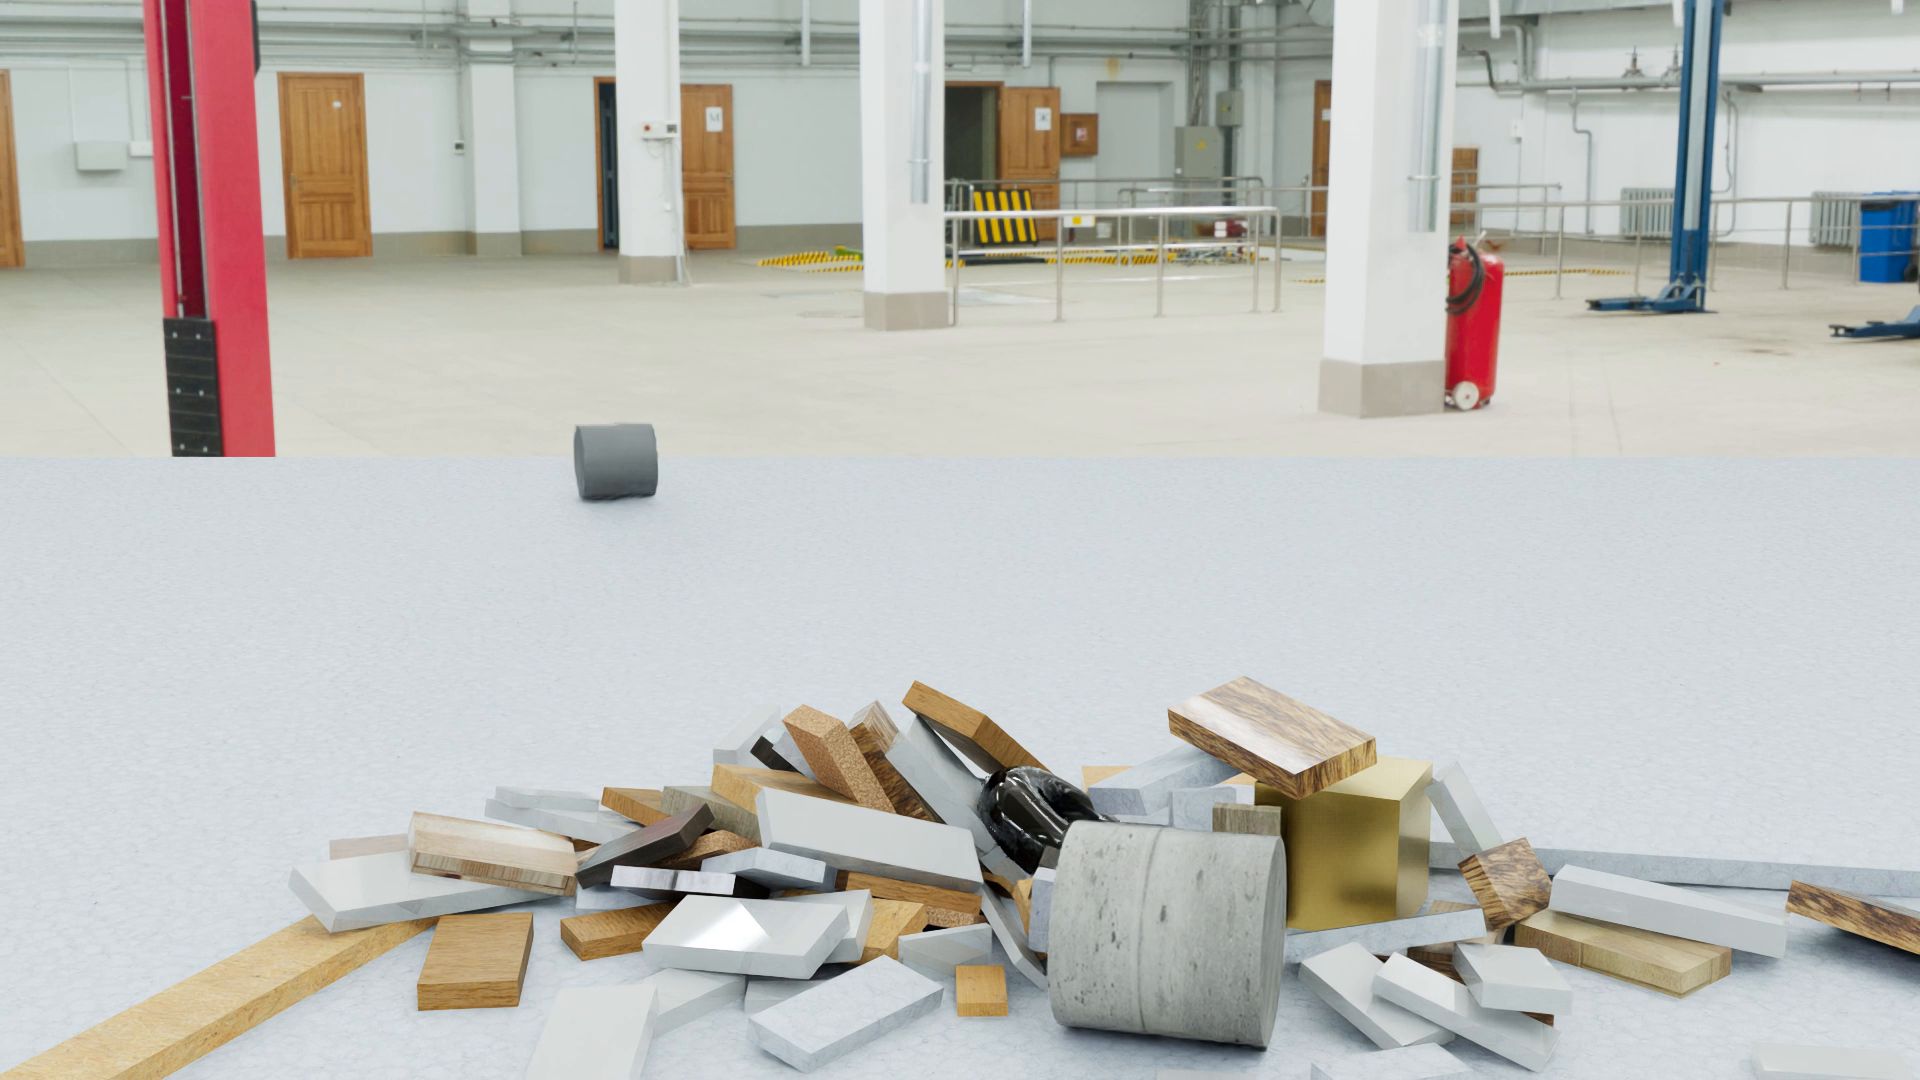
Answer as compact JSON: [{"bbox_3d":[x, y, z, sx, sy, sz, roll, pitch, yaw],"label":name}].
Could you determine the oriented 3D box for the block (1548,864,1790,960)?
[{"bbox_3d":[1.109,0.577,3.433,0.346,0.049,0.173,10,3,22],"label":"block"}]

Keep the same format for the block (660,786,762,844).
[{"bbox_3d":[-0.329,0.463,3.640,0.312,0.044,0.156,11,1,37],"label":"block"}]

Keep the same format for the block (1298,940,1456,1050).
[{"bbox_3d":[0.587,0.648,3.098,0.105,0.030,0.210,-13,31,-31],"label":"block"}]

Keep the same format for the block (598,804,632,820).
[{"bbox_3d":[-0.645,0.499,4.019,0.159,0.023,0.080,-2,1,29],"label":"block"}]

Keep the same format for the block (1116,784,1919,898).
[{"bbox_3d":[0.955,0.511,3.802,1.365,0.049,0.173,3,20,7],"label":"block"}]

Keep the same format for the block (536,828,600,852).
[{"bbox_3d":[-0.646,0.530,3.930,0.234,0.023,0.080,-3,11,-16],"label":"block"}]

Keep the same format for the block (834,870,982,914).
[{"bbox_3d":[-0.083,0.559,3.494,0.216,0.031,0.108,12,-9,-11],"label":"block"}]

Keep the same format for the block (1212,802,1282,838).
[{"bbox_3d":[0.450,0.522,3.463,0.105,0.210,0.030,2,11,13],"label":"block"}]

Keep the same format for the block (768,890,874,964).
[{"bbox_3d":[-0.278,0.596,3.341,0.276,0.039,0.138,-7,21,10],"label":"block"}]

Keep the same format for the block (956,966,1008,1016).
[{"bbox_3d":[0.031,0.661,3.229,0.072,0.020,0.144,0,11,-1],"label":"block"}]

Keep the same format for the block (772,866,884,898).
[{"bbox_3d":[-0.208,0.561,3.563,0.191,0.095,0.027,0,11,1],"label":"block"}]

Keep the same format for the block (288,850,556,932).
[{"bbox_3d":[-0.852,0.548,3.530,0.133,0.038,0.426,33,22,36],"label":"block"}]

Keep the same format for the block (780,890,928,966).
[{"bbox_3d":[-0.189,0.598,3.396,0.249,0.035,0.125,1,25,29],"label":"block"}]

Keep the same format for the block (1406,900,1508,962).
[{"bbox_3d":[0.775,0.620,3.418,0.117,0.033,0.235,4,11,21],"label":"block"}]

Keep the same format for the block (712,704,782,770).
[{"bbox_3d":[-0.396,0.425,4.128,0.044,0.156,0.317,2,11,10],"label":"block"}]

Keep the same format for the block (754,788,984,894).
[{"bbox_3d":[-0.141,0.475,3.469,0.378,0.031,0.108,16,38,-28],"label":"block"}]

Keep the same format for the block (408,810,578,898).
[{"bbox_3d":[-0.764,0.514,3.602,0.266,0.038,0.133,13,18,-21],"label":"block"}]

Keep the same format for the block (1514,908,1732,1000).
[{"bbox_3d":[1.013,0.625,3.370,0.143,0.040,0.285,-10,14,-42],"label":"block"}]

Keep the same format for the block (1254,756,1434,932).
[{"bbox_3d":[0.623,0.489,3.574,0.233,0.233,0.233,5,12,24],"label":"block"}]

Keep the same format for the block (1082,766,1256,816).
[{"bbox_3d":[0.399,0.474,4.166,0.330,0.047,0.165,0,11,0],"label":"block"}]

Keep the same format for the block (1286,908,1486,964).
[{"bbox_3d":[0.634,0.591,3.285,0.285,0.040,0.143,-10,-11,7],"label":"block"}]

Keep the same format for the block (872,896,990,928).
[{"bbox_3d":[-0.055,0.590,3.472,0.191,0.027,0.095,7,-9,19],"label":"block"}]

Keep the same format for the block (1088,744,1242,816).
[{"bbox_3d":[0.395,0.378,3.681,0.330,0.047,0.165,-20,4,-27],"label":"block"}]

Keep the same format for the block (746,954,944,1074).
[{"bbox_3d":[-0.159,0.666,3.106,0.114,0.032,0.294,22,21,33],"label":"block"}]

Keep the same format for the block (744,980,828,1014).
[{"bbox_3d":[-0.238,0.666,3.205,0.144,0.020,0.072,0,11,0],"label":"block"}]

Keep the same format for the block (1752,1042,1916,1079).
[{"bbox_3d":[1.169,0.710,2.946,0.190,0.027,0.095,2,11,10],"label":"block"}]

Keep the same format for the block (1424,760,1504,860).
[{"bbox_3d":[0.847,0.490,3.595,0.034,0.243,0.121,-31,-4,26],"label":"block"}]

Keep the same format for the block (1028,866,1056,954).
[{"bbox_3d":[0.263,0.579,3.289,0.317,0.125,0.035,8,22,13],"label":"block"}]

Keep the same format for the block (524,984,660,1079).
[{"bbox_3d":[-0.494,0.683,2.958,0.138,0.039,0.276,-4,16,2],"label":"block"}]

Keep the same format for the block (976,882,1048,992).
[{"bbox_3d":[0.071,0.604,3.430,0.065,0.018,0.395,44,0,-15],"label":"block"}]

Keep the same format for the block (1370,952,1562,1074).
[{"bbox_3d":[0.701,0.654,3.050,0.251,0.027,0.095,24,19,22],"label":"block"}]

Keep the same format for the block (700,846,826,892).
[{"bbox_3d":[-0.309,0.514,3.416,0.114,0.032,0.228,17,-20,-24],"label":"block"}]

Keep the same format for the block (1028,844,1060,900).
[{"bbox_3d":[0.231,0.552,3.359,0.243,0.121,0.034,21,55,7],"label":"block"}]

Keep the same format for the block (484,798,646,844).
[{"bbox_3d":[-0.626,0.487,3.740,0.369,0.032,0.112,8,-1,26],"label":"block"}]

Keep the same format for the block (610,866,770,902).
[{"bbox_3d":[-0.425,0.547,3.467,0.223,0.032,0.112,0,-20,25],"label":"block"}]

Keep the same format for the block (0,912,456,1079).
[{"bbox_3d":[-1.041,0.654,3.213,0.143,0.040,1.080,4,11,21],"label":"block"}]
